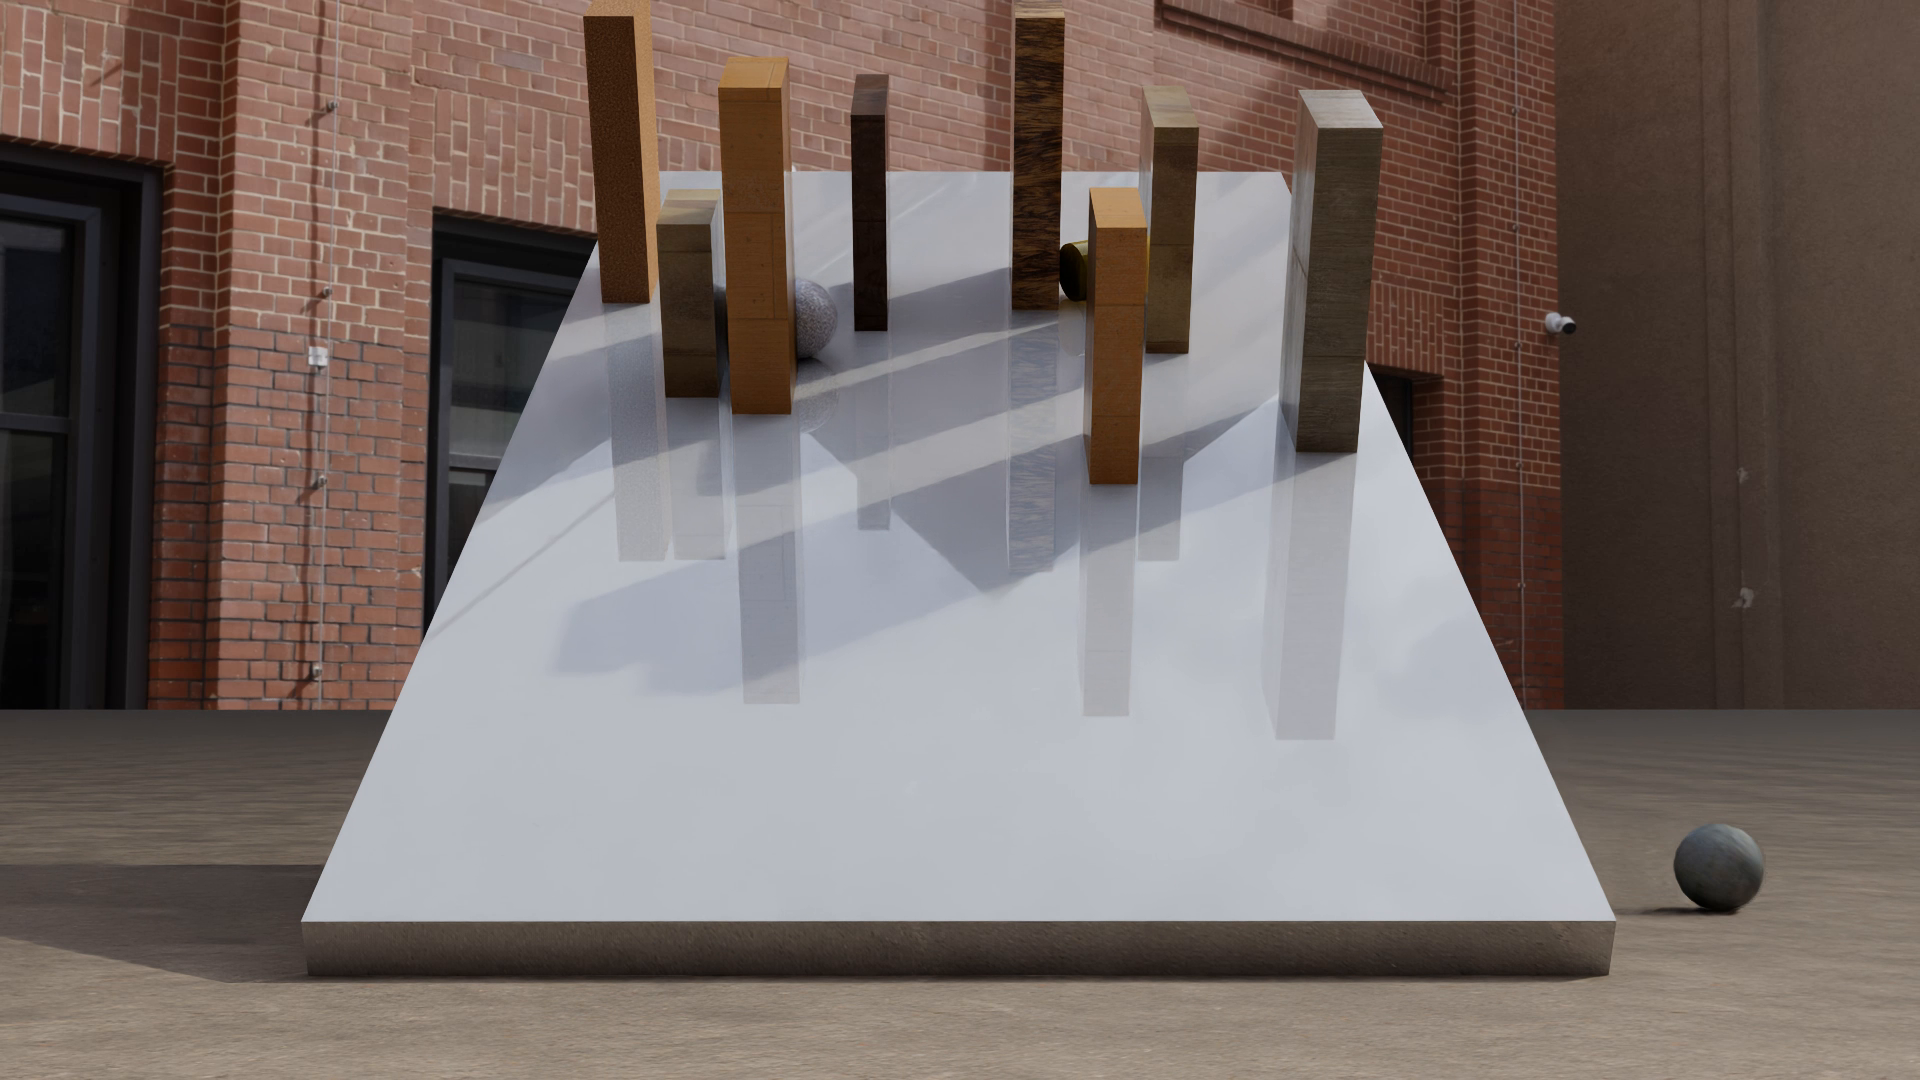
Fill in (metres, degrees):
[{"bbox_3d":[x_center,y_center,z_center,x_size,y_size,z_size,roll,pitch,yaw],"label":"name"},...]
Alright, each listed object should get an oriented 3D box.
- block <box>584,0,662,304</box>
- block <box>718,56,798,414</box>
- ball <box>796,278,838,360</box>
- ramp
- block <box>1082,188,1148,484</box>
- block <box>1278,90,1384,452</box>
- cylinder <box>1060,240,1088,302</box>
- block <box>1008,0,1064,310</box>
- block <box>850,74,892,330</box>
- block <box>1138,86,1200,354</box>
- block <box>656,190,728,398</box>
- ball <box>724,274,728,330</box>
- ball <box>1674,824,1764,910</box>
[{"bbox_3d":[-0.867,-1.024,6.082,0.124,0.745,0.332,0,25,0],"label":"block"},{"bbox_3d":[-0.457,-0.694,5.366,0.136,0.763,0.275,0,25,0],"label":"block"},{"bbox_3d":[-0.396,-0.539,5.700,0.197,0.197,0.197,0,-4,0],"label":"ball"},{"bbox_3d":[-0.009,-0.229,5.395,2.000,0.100,4.000,0,25,0],"label":"ramp"},{"bbox_3d":[0.331,-0.441,5.056,0.103,0.574,0.283,0,25,0],"label":"block"},{"bbox_3d":[0.815,-0.594,5.193,0.136,0.736,0.311,0,25,0],"label":"block"},{"bbox_3d":[0.358,-0.709,6.119,0.153,0.153,0.153,-13,2,-25],"label":"cylinder"},{"bbox_3d":[0.194,-1.009,6.048,0.121,0.754,0.348,0,25,0],"label":"block"},{"bbox_3d":[-0.224,-0.862,5.968,0.084,0.554,0.397,0,25,0],"label":"block"},{"bbox_3d":[0.509,-0.799,5.823,0.105,0.568,0.391,0,25,0],"label":"block"},{"bbox_3d":[-0.629,-0.583,5.530,0.123,0.422,0.274,0,25,0],"label":"block"},{"bbox_3d":[-0.559,-0.568,5.785,0.176,0.176,0.176,0,-4,0],"label":"ball"},{"bbox_3d":[1.535,0.661,4.742,0.175,0.175,0.175,0,-4,0],"label":"ball"}]
